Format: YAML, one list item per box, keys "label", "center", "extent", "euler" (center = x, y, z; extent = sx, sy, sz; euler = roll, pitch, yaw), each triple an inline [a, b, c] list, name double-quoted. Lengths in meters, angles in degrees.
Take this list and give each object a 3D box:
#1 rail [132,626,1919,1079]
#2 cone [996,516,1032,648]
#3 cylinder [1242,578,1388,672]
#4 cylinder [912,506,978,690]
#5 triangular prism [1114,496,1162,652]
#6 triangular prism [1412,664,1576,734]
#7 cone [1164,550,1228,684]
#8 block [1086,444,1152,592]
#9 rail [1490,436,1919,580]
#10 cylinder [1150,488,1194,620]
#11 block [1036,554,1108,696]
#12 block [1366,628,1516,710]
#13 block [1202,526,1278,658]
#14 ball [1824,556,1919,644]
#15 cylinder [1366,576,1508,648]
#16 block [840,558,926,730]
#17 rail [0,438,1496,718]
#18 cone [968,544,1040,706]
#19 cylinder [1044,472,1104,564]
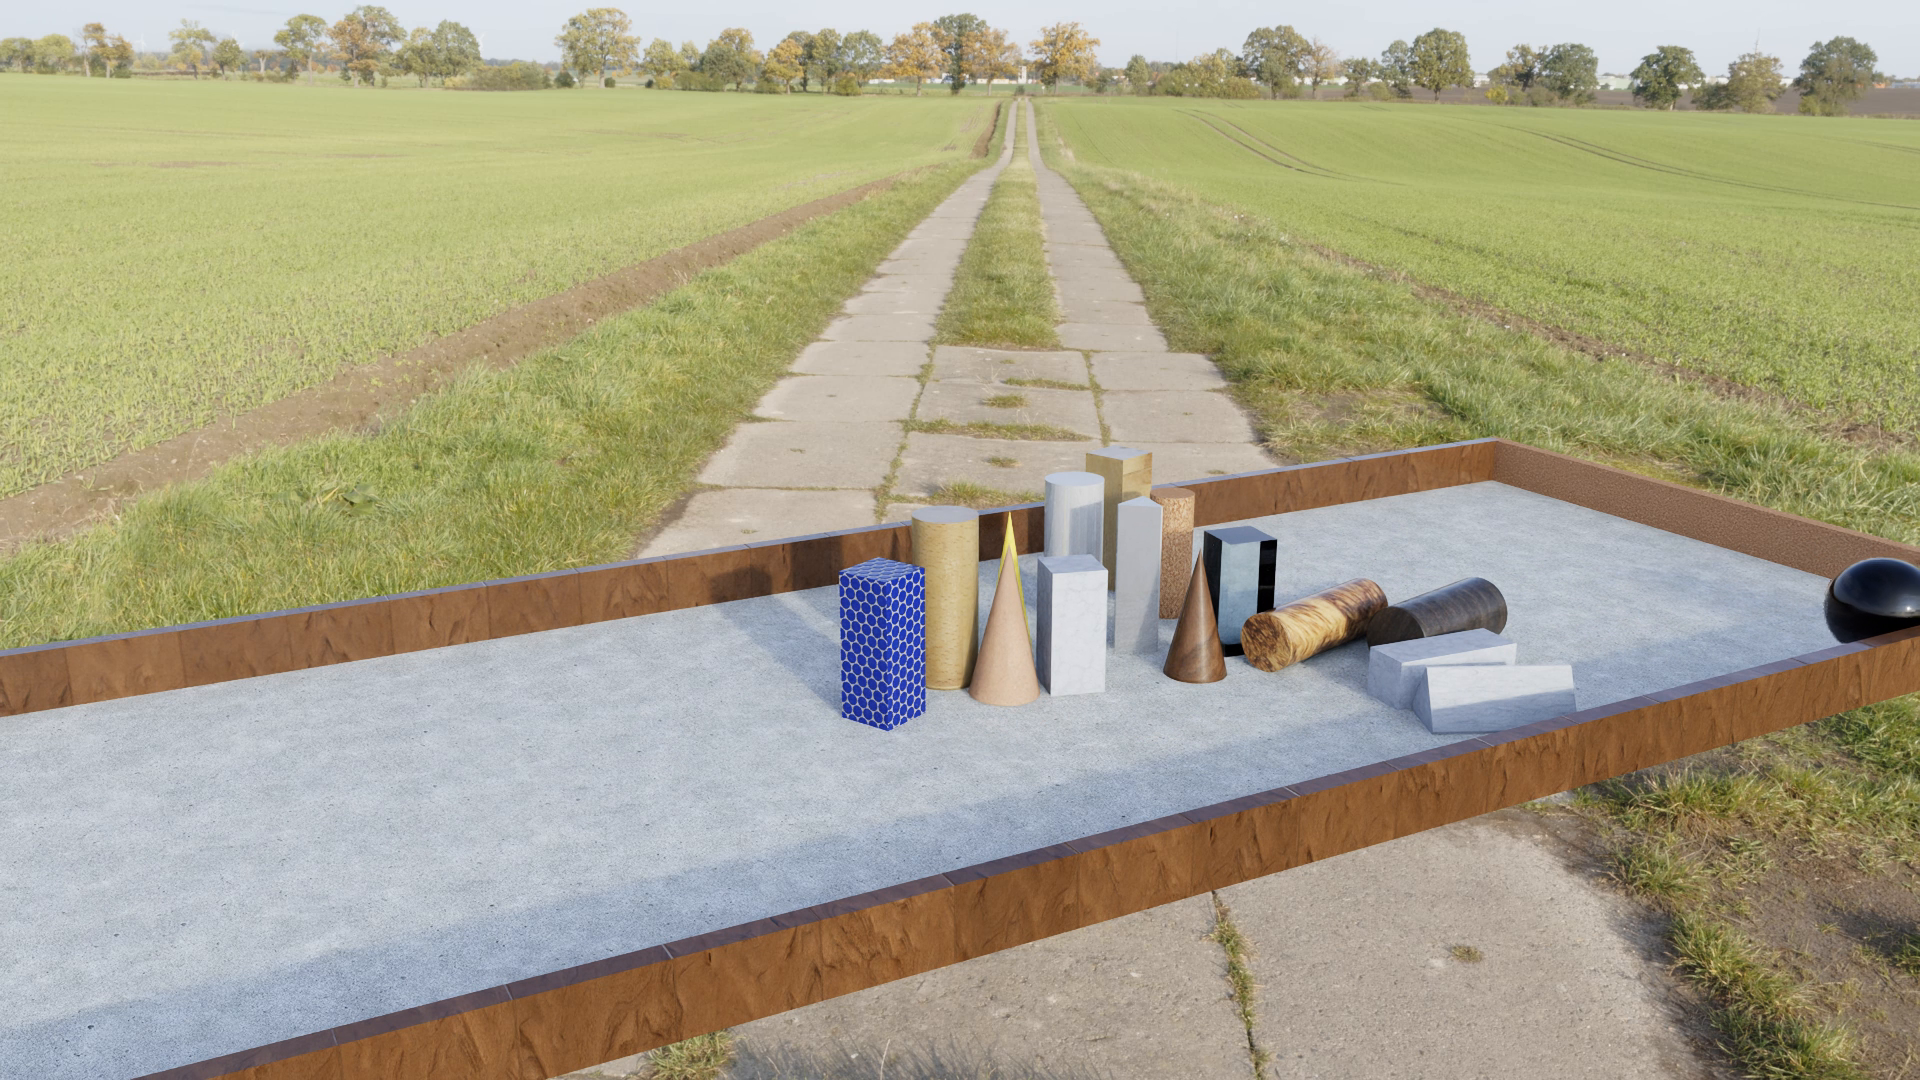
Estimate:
- label: "rail"
  center: [-2.336, 1.006, 1.665]
  extent: [12.000, 0.150, 0.050]
  euler: [-9, 18, -27]
- label: "cone"
  center: [0.129, 0.104, 4.335]
  extent: [0.122, 0.375, 0.122]
  euler: [0, 16, 0]
- label: "cylinder"
  center: [0.937, 0.219, 4.337]
  extent: [0.441, 0.153, 0.153]
  euler: [-15, 22, -41]
- label: "cylinder"
  center: [-0.036, 0.143, 4.103]
  extent: [0.166, 0.431, 0.166]
  euler: [0, 16, 0]
- label: "triangular prism"
  center: [0.474, 0.088, 4.352]
  extent: [0.115, 0.396, 0.100]
  euler: [3, 17, 11]
- label: "triangular prism"
  center: [1.261, 0.359, 3.880]
  extent: [0.343, 0.135, 0.156]
  euler: [-1, 16, -3]
- label: "cone"
  center: [0.600, 0.178, 4.162]
  extent: [0.163, 0.331, 0.163]
  euler: [0, 16, 0]
- label: "block"
  center: [0.464, -0.064, 4.866]
  extent: [0.138, 0.399, 0.138]
  euler: [15, 22, 41]
- label: "rail"
  center: [2.466, -0.048, 5.253]
  extent: [0.050, 0.150, 2.100]
  euler: [-9, 18, -27]
- label: "cylinder"
  center: [0.588, 0.036, 4.613]
  extent: [0.124, 0.348, 0.124]
  euler: [0, 16, 0]
- label: "block"
  center: [0.275, 0.209, 4.084]
  extent: [0.138, 0.315, 0.138]
  euler: [-4, 17, -12]
- label: "block"
  center: [1.186, 0.316, 4.062]
  extent: [0.346, 0.123, 0.123]
  euler: [-7, 18, -22]
- label: "block"
  center: [0.733, 0.134, 4.352]
  extent: [0.139, 0.308, 0.139]
  euler: [-6, 17, -20]
- label: "ball"
  center: [2.392, 0.177, 4.279]
  extent: [0.267, 0.267, 0.267]
  euler: [0, 16, 0]
- label: "cylinder"
  center: [1.243, 0.220, 4.290]
  extent: [0.379, 0.176, 0.176]
  euler: [-14, 21, -40]
- label: "block"
  center: [-0.181, 0.243, 3.883]
  extent: [0.141, 0.364, 0.141]
  euler: [12, 20, 35]
- label: "rail"
  center: [-3.305, 0.497, 3.399]
  extent: [12.000, 0.150, 0.050]
  euler: [-9, 18, -27]
- label: "cone"
  center: [0.114, 0.190, 4.009]
  extent: [0.177, 0.389, 0.177]
  euler: [1, 17, 0]
- label: "cylinder"
  center: [0.316, 0.019, 4.598]
  extent: [0.165, 0.391, 0.165]
  euler: [0, 16, 0]
